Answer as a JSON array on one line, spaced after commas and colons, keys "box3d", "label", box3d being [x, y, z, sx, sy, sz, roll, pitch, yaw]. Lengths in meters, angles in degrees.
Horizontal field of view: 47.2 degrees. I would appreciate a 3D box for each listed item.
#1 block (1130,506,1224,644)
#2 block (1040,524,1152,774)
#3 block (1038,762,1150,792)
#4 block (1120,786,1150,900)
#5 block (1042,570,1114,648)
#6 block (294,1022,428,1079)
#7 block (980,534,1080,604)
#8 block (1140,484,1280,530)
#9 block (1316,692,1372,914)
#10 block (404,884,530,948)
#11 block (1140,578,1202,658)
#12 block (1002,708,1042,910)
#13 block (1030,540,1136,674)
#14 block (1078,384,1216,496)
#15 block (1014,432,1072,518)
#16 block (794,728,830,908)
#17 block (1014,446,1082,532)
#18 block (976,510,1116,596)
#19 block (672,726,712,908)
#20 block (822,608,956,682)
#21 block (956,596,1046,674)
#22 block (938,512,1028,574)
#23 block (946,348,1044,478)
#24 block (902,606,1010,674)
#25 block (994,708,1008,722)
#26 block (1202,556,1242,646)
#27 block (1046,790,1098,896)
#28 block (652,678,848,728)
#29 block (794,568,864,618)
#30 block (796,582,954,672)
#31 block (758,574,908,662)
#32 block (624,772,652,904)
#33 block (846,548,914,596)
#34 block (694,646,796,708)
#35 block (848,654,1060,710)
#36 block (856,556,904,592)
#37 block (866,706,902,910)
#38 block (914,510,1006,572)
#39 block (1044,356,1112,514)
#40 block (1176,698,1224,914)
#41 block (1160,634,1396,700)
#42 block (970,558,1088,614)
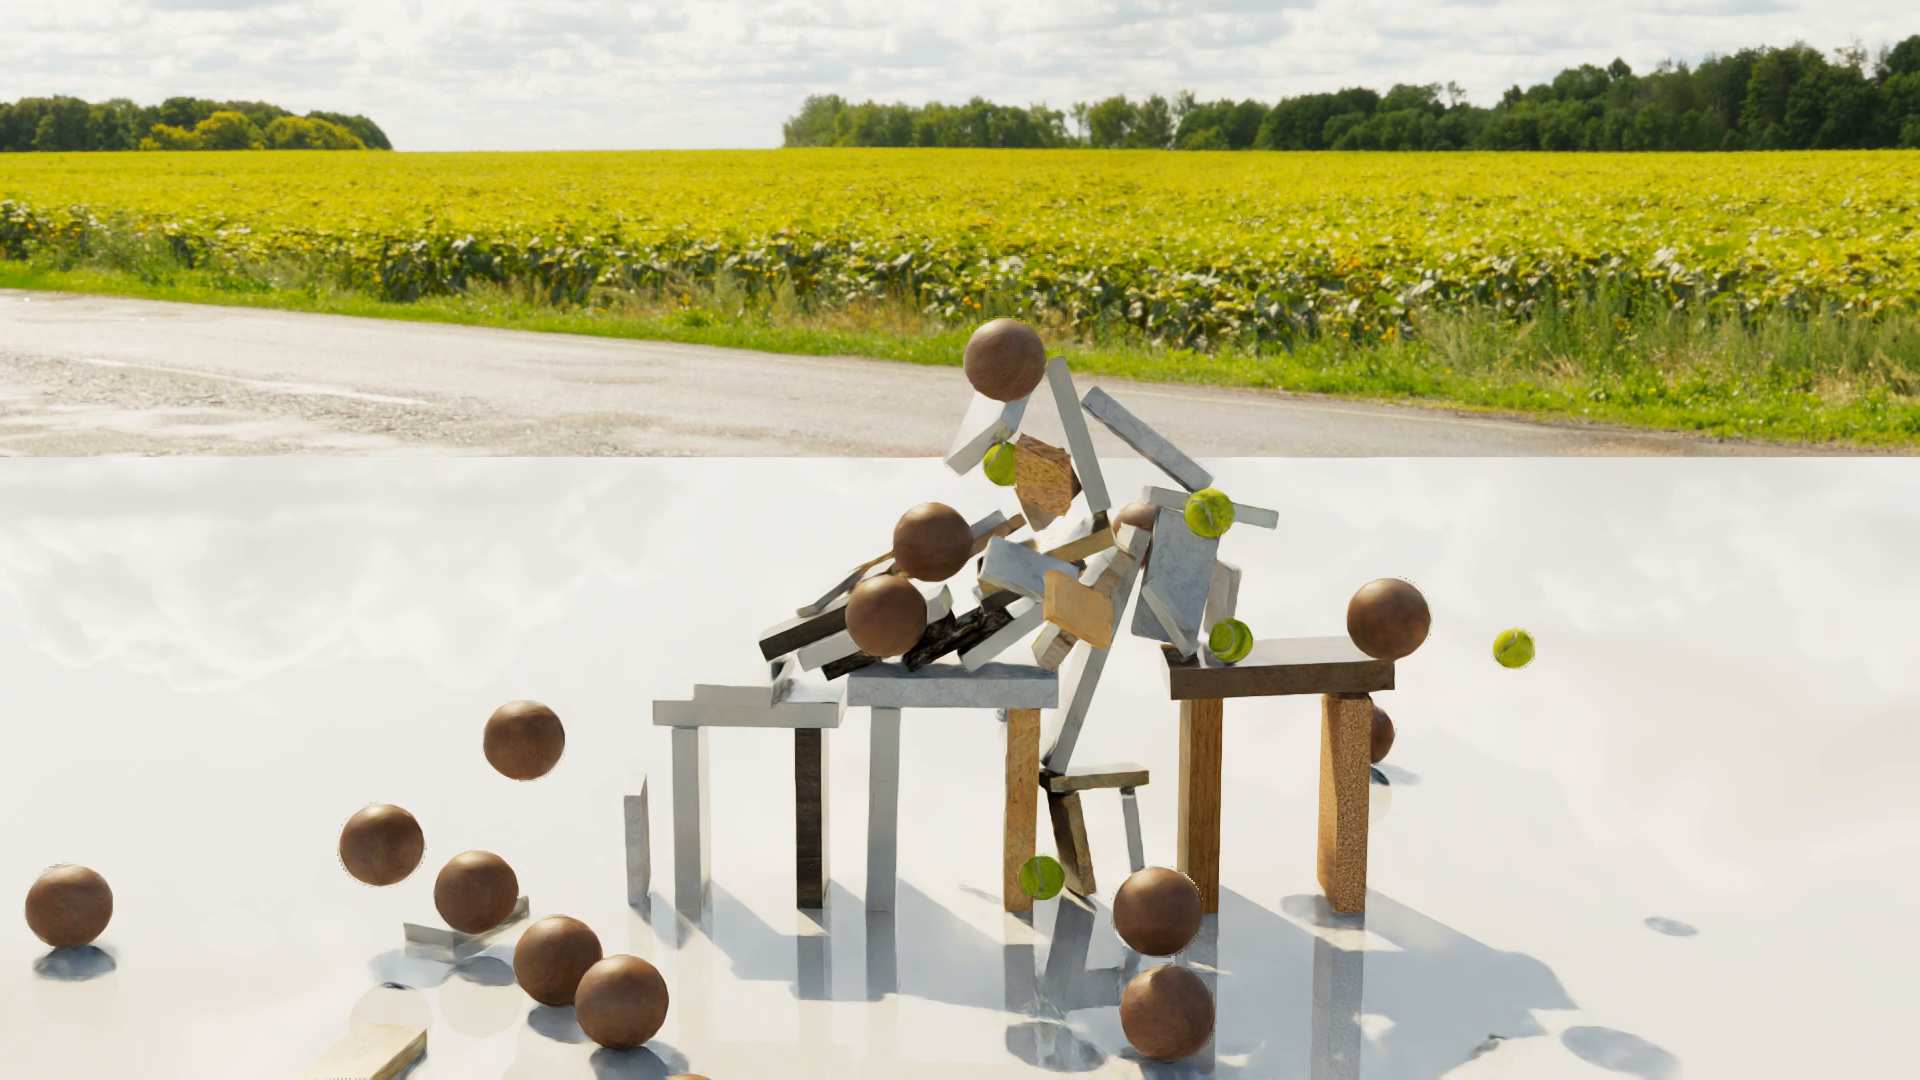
[{"box3d": [0.358, 0.062, 3.627, 0.107, 0.214, 0.030, 12, 4, -7], "label": "block"}, {"box3d": [0.223, 0.180, 3.680, 0.030, 0.426, 0.107, 20, 1, -9], "label": "block"}, {"box3d": [0.220, 0.396, 3.681, 0.173, 0.024, 0.086, -2, 4, -15], "label": "block"}, {"box3d": [0.289, 0.502, 3.654, 0.024, 0.173, 0.086, -7, 7, 2], "label": "block"}, {"box3d": [0.176, 0.104, 3.268, 0.021, 0.072, 0.145, -13, -29, 36], "label": "block"}, {"box3d": [-0.808, 0.706, 2.971, 0.097, 0.027, 0.194, 2, 11, 12], "label": "block"}, {"box3d": [0.106, 0.051, 3.353, 0.145, 0.072, 0.021, 21, -36, -9], "label": "block"}, {"box3d": [0.410, -0.054, 3.626, 0.214, 0.030, 0.107, 11, 2, -3], "label": "block"}, {"box3d": [0.634, 0.415, 3.633, 0.051, 0.358, 0.179, 0, 11, 0], "label": "block"}, {"box3d": [-0.789, 0.602, 3.527, 0.097, 0.027, 0.194, 5, 12, 26], "label": "block"}, {"box3d": [0.342, 0.126, 3.570, 0.019, 0.133, 0.067, -34, -1, 18], "label": "block"}, {"box3d": [0.101, 0.422, 3.640, 0.048, 0.339, 0.170, 2, 11, -1], "label": "block"}, {"box3d": [0.200, 0.105, 3.591, 0.032, 0.229, 0.114, 34, 7, -9], "label": "block"}, {"box3d": [0.306, -0.165, 3.642, 0.250, 0.035, 0.125, 38, 1, -2], "label": "block"}, {"box3d": [0.111, -0.085, 2.920, 0.072, 0.021, 0.145, 25, -22, 14], "label": "block"}, {"box3d": [-0.244, 0.440, 3.645, 0.043, 0.303, 0.152, 0, 11, 1], "label": "block"}, {"box3d": [0.144, -0.083, 3.558, 0.023, 0.080, 0.159, -17, 17, 33], "label": "block"}, {"box3d": [0.139, 0.020, 3.580, 0.229, 0.032, 0.114, -21, 15, 7], "label": "block"}, {"box3d": [-0.444, 0.440, 3.644, 0.043, 0.303, 0.152, 0, 11, 0], "label": "block"}, {"box3d": [-0.116, 0.168, 3.595, 0.222, 0.026, 0.090, -22, 9, 6], "label": "block"}, {"box3d": [0.097, 0.128, 3.593, 0.229, 0.032, 0.114, -35, 10, 2], "label": "block"}, {"box3d": [0.038, 0.005, 3.627, 0.159, 0.023, 0.080, -31, -1, 3], "label": "block"}, {"box3d": [0.057, -0.208, 3.551, 0.125, 0.035, 0.250, -38, 16, 30], "label": "block"}, {"box3d": [-0.008, 0.154, 3.591, 0.181, 0.026, 0.090, -28, 11, 3], "label": "block"}, {"box3d": [0.124, 0.326, 4.714, 0.019, 0.133, 0.067, 34, 23, 34], "label": "block"}, {"box3d": [0.435, 0.100, 3.655, 0.019, 0.133, 0.067, -2, 19, -22], "label": "block"}, {"box3d": [0.185, 0.499, 3.660, 0.024, 0.173, 0.086, -13, 8, -19], "label": "block"}, {"box3d": [-0.342, 0.268, 3.625, 0.303, 0.043, 0.152, 1, 11, 4], "label": "block"}, {"box3d": [-0.217, 0.089, 3.664, 0.117, 0.017, 0.059, -38, 12, -36], "label": "block"}, {"box3d": [-0.137, 0.142, 3.587, 0.251, 0.036, 0.126, -22, 6, 9], "label": "block"}, {"box3d": [-0.208, 0.127, 3.638, 0.251, 0.036, 0.126, -23, 6, 1], "label": "block"}, {"box3d": [-0.534, 0.493, 3.638, 0.027, 0.194, 0.097, 0, 16, -1], "label": "block"}, {"box3d": [-0.149, 0.066, 3.968, 0.156, 0.059, 0.017, -25, -15, 40], "label": "block"}, {"box3d": [-0.353, 0.224, 3.629, 0.126, 0.036, 0.251, 2, 12, 4], "label": "block"}, {"box3d": [-0.007, 0.230, 3.608, 0.339, 0.048, 0.170, 0, 11, 2], "label": "block"}, {"box3d": [-0.135, 0.056, 3.714, 0.058, 0.017, 0.117, -23, 7, 12], "label": "block"}, {"box3d": [-0.125, 0.422, 3.640, 0.048, 0.339, 0.170, 2, 11, 0], "label": "block"}, {"box3d": [0.001, 0.000, 3.647, 0.159, 0.023, 0.080, -31, 0, 7], "label": "block"}, {"box3d": [0.191, -0.171, 3.571, 0.035, 0.255, 0.125, -18, 3, 4], "label": "block"}, {"box3d": [0.395, 0.415, 3.633, 0.051, 0.358, 0.179, 0, 11, 0], "label": "block"}, {"box3d": [0.514, 0.207, 3.593, 0.358, 0.051, 0.179, -3, 11, 1], "label": "block"}, {"box3d": [0.111, 0.062, 3.587, 0.181, 0.026, 0.090, -25, 14, -5], "label": "block"}]
